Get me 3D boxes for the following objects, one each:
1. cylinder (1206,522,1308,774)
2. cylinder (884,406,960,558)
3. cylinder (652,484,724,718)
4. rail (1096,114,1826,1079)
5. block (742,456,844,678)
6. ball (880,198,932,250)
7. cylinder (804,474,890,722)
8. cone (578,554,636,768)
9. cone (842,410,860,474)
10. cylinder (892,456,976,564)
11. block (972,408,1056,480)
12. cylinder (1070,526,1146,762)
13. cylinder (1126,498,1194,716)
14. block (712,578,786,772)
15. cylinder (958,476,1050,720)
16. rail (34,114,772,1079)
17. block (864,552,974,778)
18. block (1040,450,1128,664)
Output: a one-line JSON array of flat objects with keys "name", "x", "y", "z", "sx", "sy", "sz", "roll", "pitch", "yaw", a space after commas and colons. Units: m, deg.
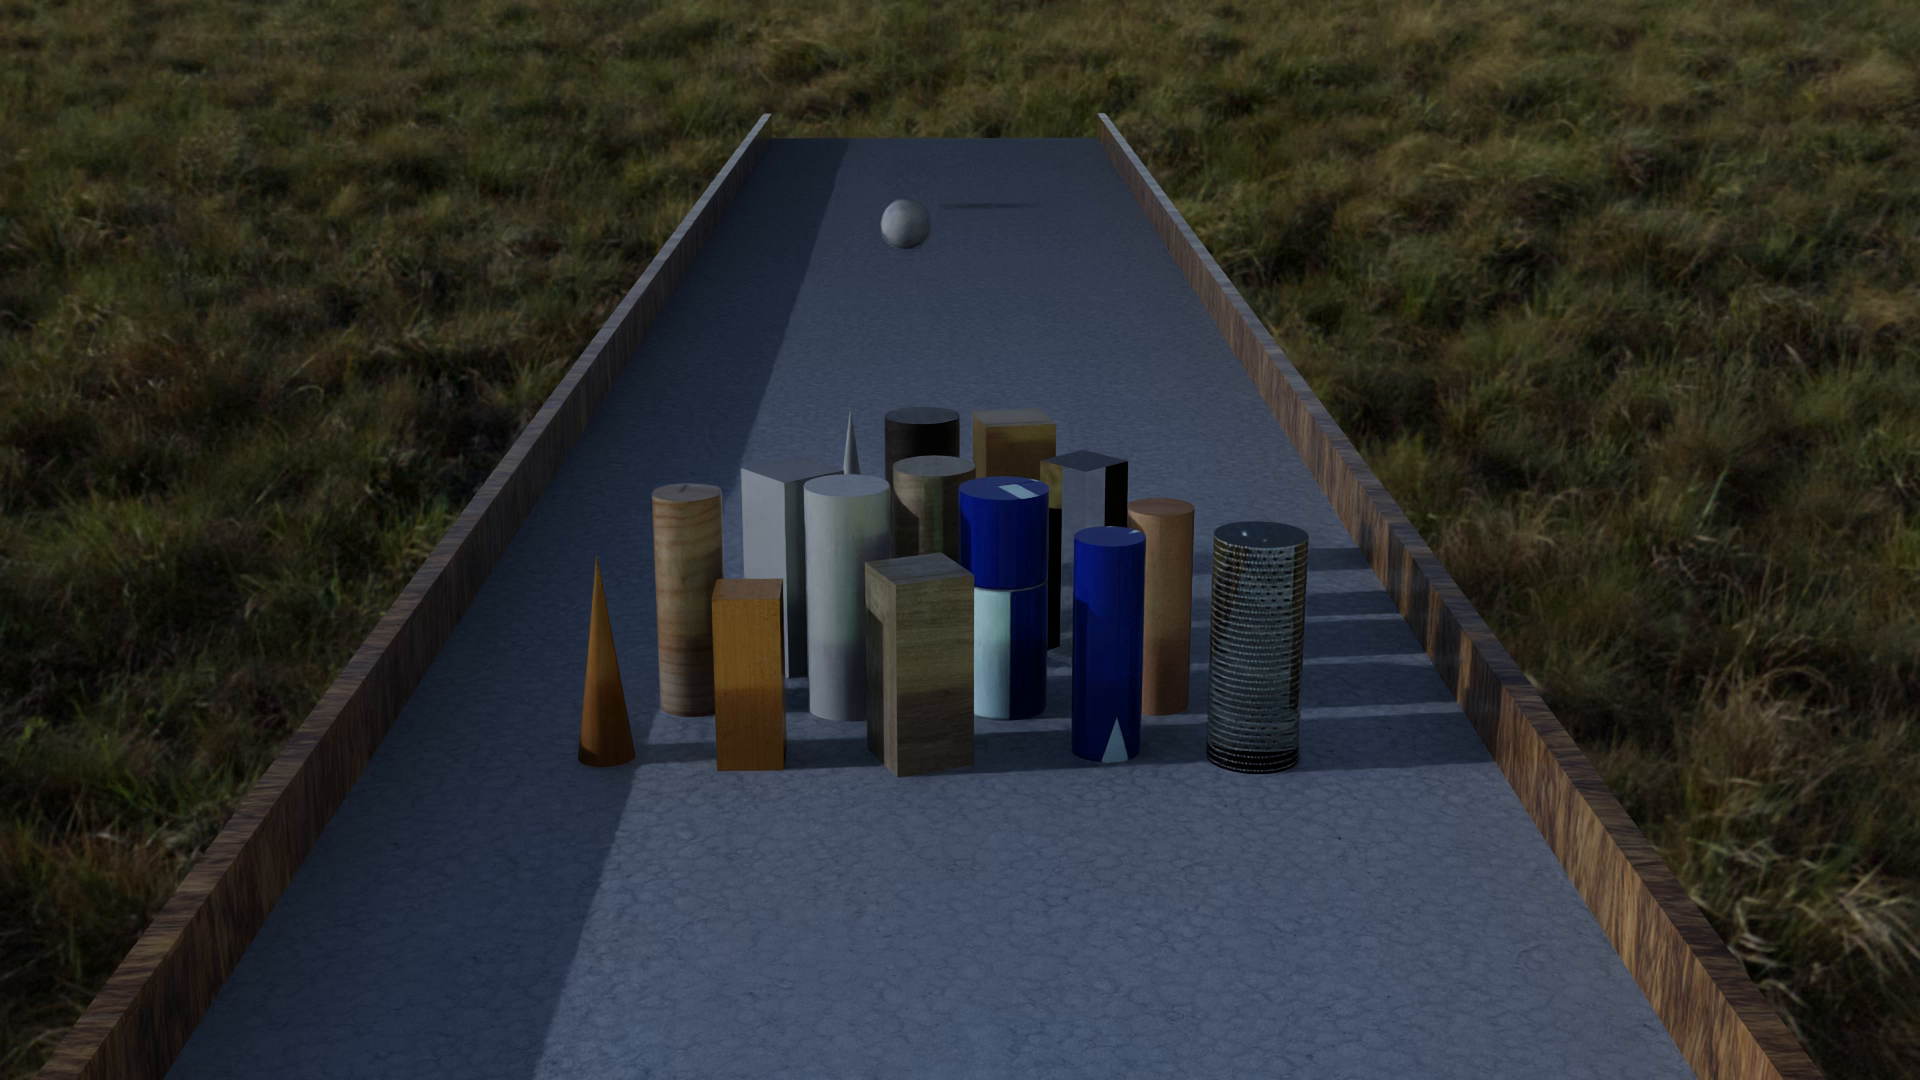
[{"name": "cylinder", "x": 0.522, "y": 0.188, "z": 3.868, "sx": 0.163, "sy": 0.414, "sz": 0.163, "roll": 0, "pitch": 17, "yaw": 0}, {"name": "cylinder", "x": -0.083, "y": -0.098, "z": 4.908, "sx": 0.167, "sy": 0.370, "sz": 0.167, "roll": 0, "pitch": 17, "yaw": 0}, {"name": "cylinder", "x": -0.504, "y": 0.112, "z": 4.115, "sx": 0.129, "sy": 0.419, "sz": 0.129, "roll": 0, "pitch": 17, "yaw": 0}, {"name": "rail", "x": 0.932, "y": -0.844, "z": 7.801, "sx": 0.050, "sy": 0.150, "sz": 12.000, "roll": 0, "pitch": 17, "yaw": -1}, {"name": "block", "x": -0.328, "y": 0.052, "z": 4.357, "sx": 0.144, "sy": 0.397, "sz": 0.144, "roll": -14, "pitch": 21, "yaw": -38}, {"name": "ball", "x": -0.230, "y": -1.351, "z": 9.390, "sx": 0.216, "sy": 0.216, "sz": 0.216, "roll": 0, "pitch": 17, "yaw": 0}, {"name": "cylinder", "x": -0.208, "y": 0.107, "z": 4.105, "sx": 0.159, "sy": 0.434, "sz": 0.159, "roll": 0, "pitch": 17, "yaw": 0}, {"name": "cone", "x": -0.631, "y": 0.204, "z": 3.874, "sx": 0.101, "sy": 0.381, "sz": 0.101, "roll": 0, "pitch": 17, "yaw": 0}, {"name": "cone", "x": -0.226, "y": -0.056, "z": 4.607, "sx": 0.122, "sy": 0.460, "sz": 0.122, "roll": 0, "pitch": 17, "yaw": 0}, {"name": "cylinder", "x": -0.050, "y": 0.047, "z": 4.365, "sx": 0.162, "sy": 0.401, "sz": 0.162, "roll": 0, "pitch": 17, "yaw": 0}, {"name": "block", "x": 0.112, "y": -0.045, "z": 4.611, "sx": 0.145, "sy": 0.437, "sz": 0.145, "roll": -3, "pitch": 17, "yaw": -10}, {"name": "cylinder", "x": 0.262, "y": 0.185, "z": 3.903, "sx": 0.125, "sy": 0.400, "sz": 0.125, "roll": 0, "pitch": 17, "yaw": 0}, {"name": "cylinder", "x": 0.372, "y": 0.125, "z": 4.124, "sx": 0.124, "sy": 0.389, "sz": 0.124, "roll": 0, "pitch": 17, "yaw": 0}, {"name": "block", "x": -0.370, "y": 0.237, "z": 3.874, "sx": 0.116, "sy": 0.317, "sz": 0.116, "roll": 0, "pitch": 17, "yaw": -1}, {"name": "cylinder", "x": 0.081, "y": 0.108, "z": 4.114, "sx": 0.168, "sy": 0.426, "sz": 0.168, "roll": 0, "pitch": 17, "yaw": 0}, {"name": "rail", "x": -1.118, "y": -0.838, "z": 7.780, "sx": 0.050, "sy": 0.150, "sz": 12.000, "roll": 0, "pitch": 17, "yaw": -1}, {"name": "block", "x": -0.071, "y": 0.218, "z": 3.875, "sx": 0.146, "sy": 0.352, "sz": 0.146, "roll": -7, "pitch": 18, "yaw": -22}, {"name": "block", "x": 0.245, "y": 0.037, "z": 4.394, "sx": 0.123, "sy": 0.404, "sz": 0.123, "roll": -15, "pitch": 22, "yaw": -41}]
